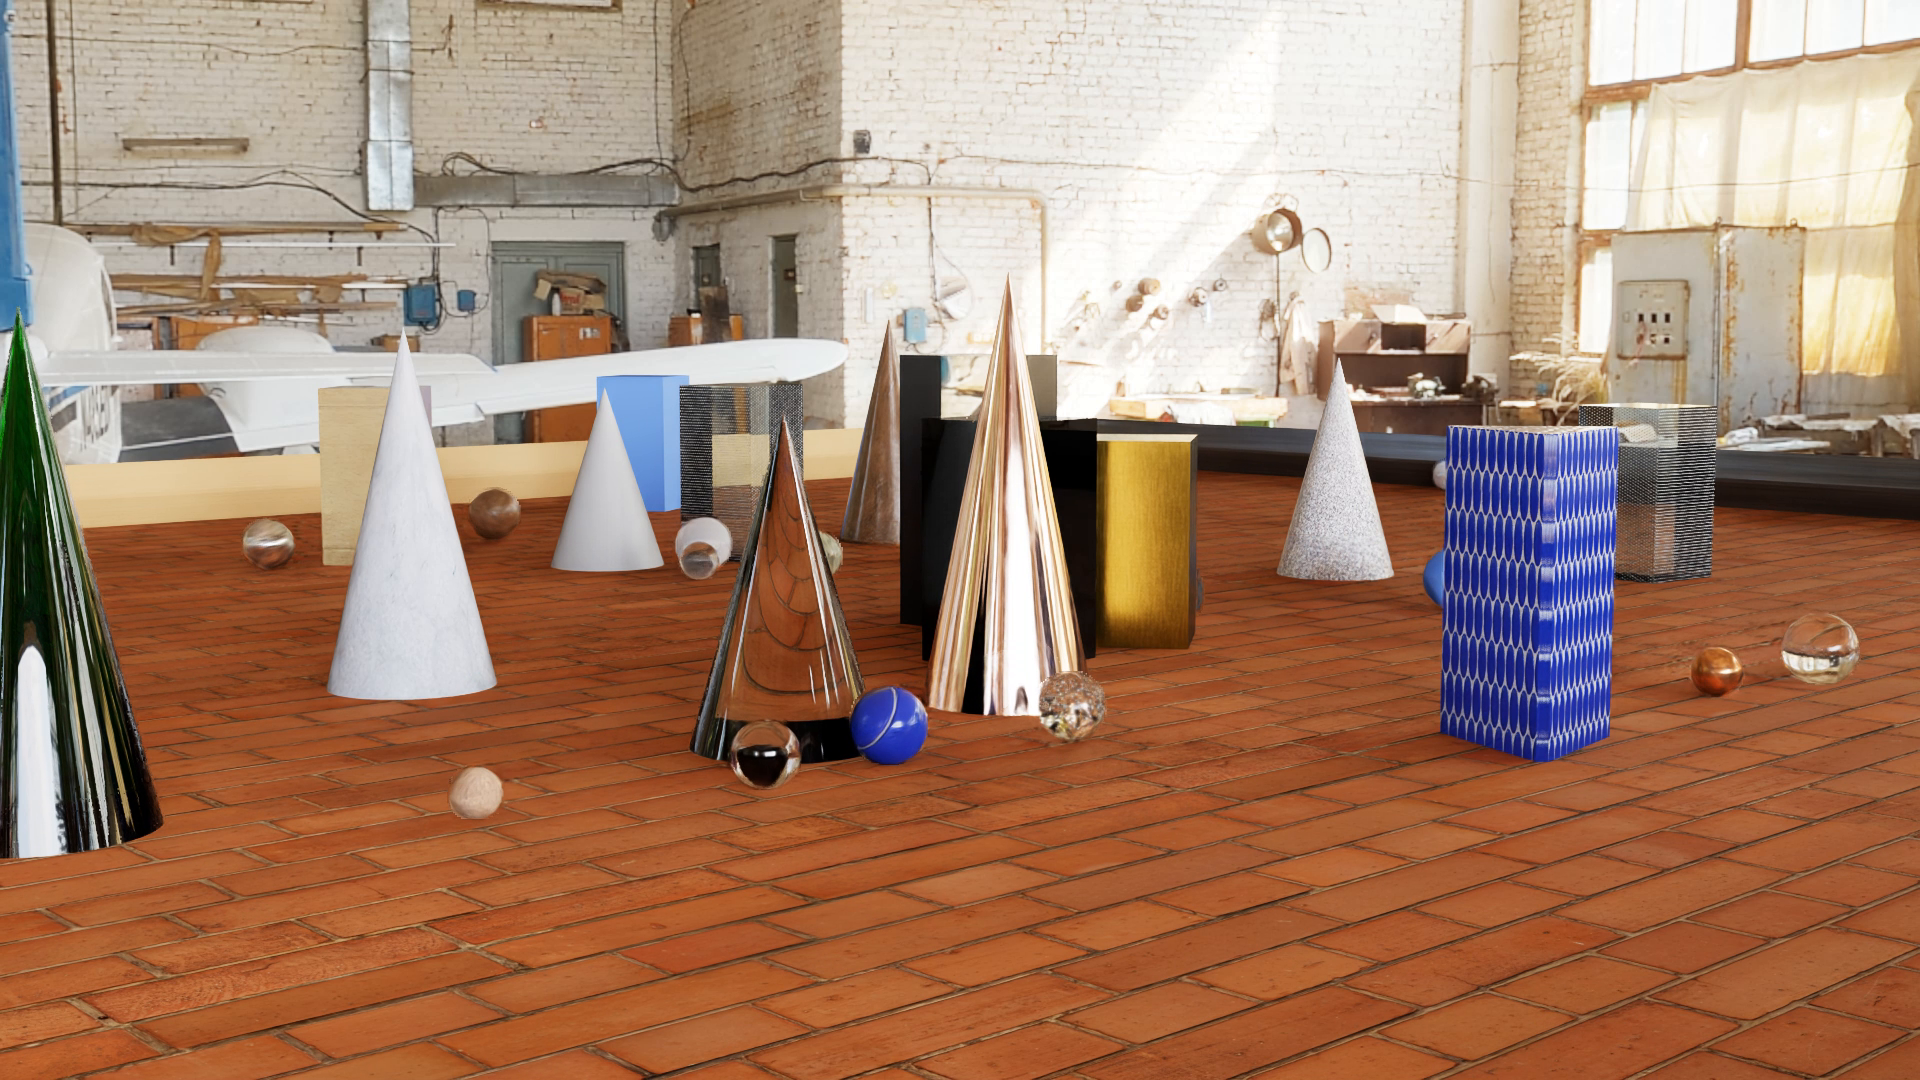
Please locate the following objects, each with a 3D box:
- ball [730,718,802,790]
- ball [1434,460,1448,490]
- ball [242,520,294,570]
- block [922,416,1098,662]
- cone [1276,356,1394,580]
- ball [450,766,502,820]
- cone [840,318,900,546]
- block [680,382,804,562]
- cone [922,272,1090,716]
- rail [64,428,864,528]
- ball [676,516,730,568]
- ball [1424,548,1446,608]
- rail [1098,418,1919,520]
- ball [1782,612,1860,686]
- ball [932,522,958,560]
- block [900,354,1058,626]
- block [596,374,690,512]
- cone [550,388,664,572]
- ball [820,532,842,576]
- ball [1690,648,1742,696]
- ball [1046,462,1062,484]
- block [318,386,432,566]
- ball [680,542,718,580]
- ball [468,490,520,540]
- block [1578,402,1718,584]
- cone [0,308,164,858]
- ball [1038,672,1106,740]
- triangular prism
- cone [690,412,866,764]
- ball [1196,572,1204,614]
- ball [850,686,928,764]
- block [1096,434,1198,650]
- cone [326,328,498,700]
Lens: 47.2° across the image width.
[{"bbox_3d":[-0.181,0.200,2.051,0.066,0.066,0.066,0,6,0],"label":"ball"},{"bbox_3d":[1.212,-0.161,5.452,0.077,0.077,0.077,0,6,0],"label":"ball"},{"bbox_3d":[-1.192,0.008,3.792,0.085,0.085,0.085,0,6,0],"label":"ball"},{"bbox_3d":[0.063,-0.001,2.803,0.158,0.309,0.158,5,8,39],"label":"block"},{"bbox_3d":[0.637,-0.126,3.718,0.198,0.368,0.198,0,6,0],"label":"cone"},{"bbox_3d":[-0.425,0.222,1.930,0.046,0.046,0.046,0,6,0],"label":"ball"},{"bbox_3d":[-0.137,-0.215,4.264,0.198,0.431,0.198,0,6,0],"label":"cone"},{"bbox_3d":[-0.394,-0.125,3.982,0.158,0.312,0.158,4,7,32],"label":"block"},{"bbox_3d":[0.054,-0.060,2.499,0.198,0.490,0.198,0,6,0],"label":"cone"},{"bbox_3d":[-1.404,-0.124,4.845,4.824,0.129,0.045,-5,8,-42],"label":"rail"},{"bbox_3d":[-0.439,0.008,3.753,0.094,0.094,0.094,0,6,0],"label":"ball"},{"bbox_3d":[0.739,0.057,3.276,0.095,0.095,0.095,0,6,0],"label":"ball"},{"bbox_3d":[1.755,-0.135,4.943,0.045,0.129,4.189,-5,8,-42],"label":"rail"},{"bbox_3d":[1.024,0.130,2.617,0.087,0.087,0.087,0,6,0],"label":"ball"},{"bbox_3d":[-0.014,0.002,3.932,0.068,0.068,0.068,0,6,0],"label":"ball"},{"bbox_3d":[0.026,-0.072,3.128,0.158,0.383,0.158,5,8,41],"label":"block"},{"bbox_3d":[-0.713,-0.221,4.965,0.158,0.298,0.158,2,6,14],"label":"block"},{"bbox_3d":[-0.620,-0.112,3.850,0.198,0.312,0.198,0,6,0],"label":"cone"},{"bbox_3d":[-0.236,0.027,3.631,0.081,0.081,0.081,0,6,0],"label":"ball"},{"bbox_3d":[0.875,0.153,2.544,0.057,0.057,0.057,0,6,0],"label":"ball"},{"bbox_3d":[0.235,-0.171,5.639,0.059,0.059,0.059,0,6,0],"label":"ball"},{"bbox_3d":[-1.037,-0.118,3.919,0.158,0.310,0.158,0,6,0],"label":"block"},{"bbox_3d":[-0.432,0.034,3.644,0.064,0.064,0.064,0,6,0],"label":"ball"},{"bbox_3d":[-0.907,-0.049,4.282,0.098,0.098,0.098,0,6,0],"label":"ball"},{"bbox_3d":[1.149,-0.082,3.688,0.158,0.287,0.158,-4,7,-37],"label":"block"},{"bbox_3d":[-0.790,0.026,1.867,0.198,0.449,0.198,0,6,0],"label":"cone"},{"bbox_3d":[0.115,0.173,2.284,0.070,0.070,0.070,0,6,0],"label":"ball"},{"bbox_3d":[0.569,0.047,2.272,0.148,0.325,0.171,5,7,37],"label":"triangular prism"},{"bbox_3d":[-0.179,0.040,2.244,0.198,0.343,0.198,0,6,0],"label":"cone"},{"bbox_3d":[0.297,0.075,3.106,0.095,0.095,0.095,0,6,0],"label":"ball"},{"bbox_3d":[-0.070,0.182,2.166,0.077,0.077,0.077,0,6,0],"label":"ball"},{"bbox_3d":[0.236,-0.002,2.976,0.158,0.274,0.158,1,6,9],"label":"block"},{"bbox_3d":[-0.653,-0.039,2.600,0.198,0.426,0.198,0,6,0],"label":"cone"}]
